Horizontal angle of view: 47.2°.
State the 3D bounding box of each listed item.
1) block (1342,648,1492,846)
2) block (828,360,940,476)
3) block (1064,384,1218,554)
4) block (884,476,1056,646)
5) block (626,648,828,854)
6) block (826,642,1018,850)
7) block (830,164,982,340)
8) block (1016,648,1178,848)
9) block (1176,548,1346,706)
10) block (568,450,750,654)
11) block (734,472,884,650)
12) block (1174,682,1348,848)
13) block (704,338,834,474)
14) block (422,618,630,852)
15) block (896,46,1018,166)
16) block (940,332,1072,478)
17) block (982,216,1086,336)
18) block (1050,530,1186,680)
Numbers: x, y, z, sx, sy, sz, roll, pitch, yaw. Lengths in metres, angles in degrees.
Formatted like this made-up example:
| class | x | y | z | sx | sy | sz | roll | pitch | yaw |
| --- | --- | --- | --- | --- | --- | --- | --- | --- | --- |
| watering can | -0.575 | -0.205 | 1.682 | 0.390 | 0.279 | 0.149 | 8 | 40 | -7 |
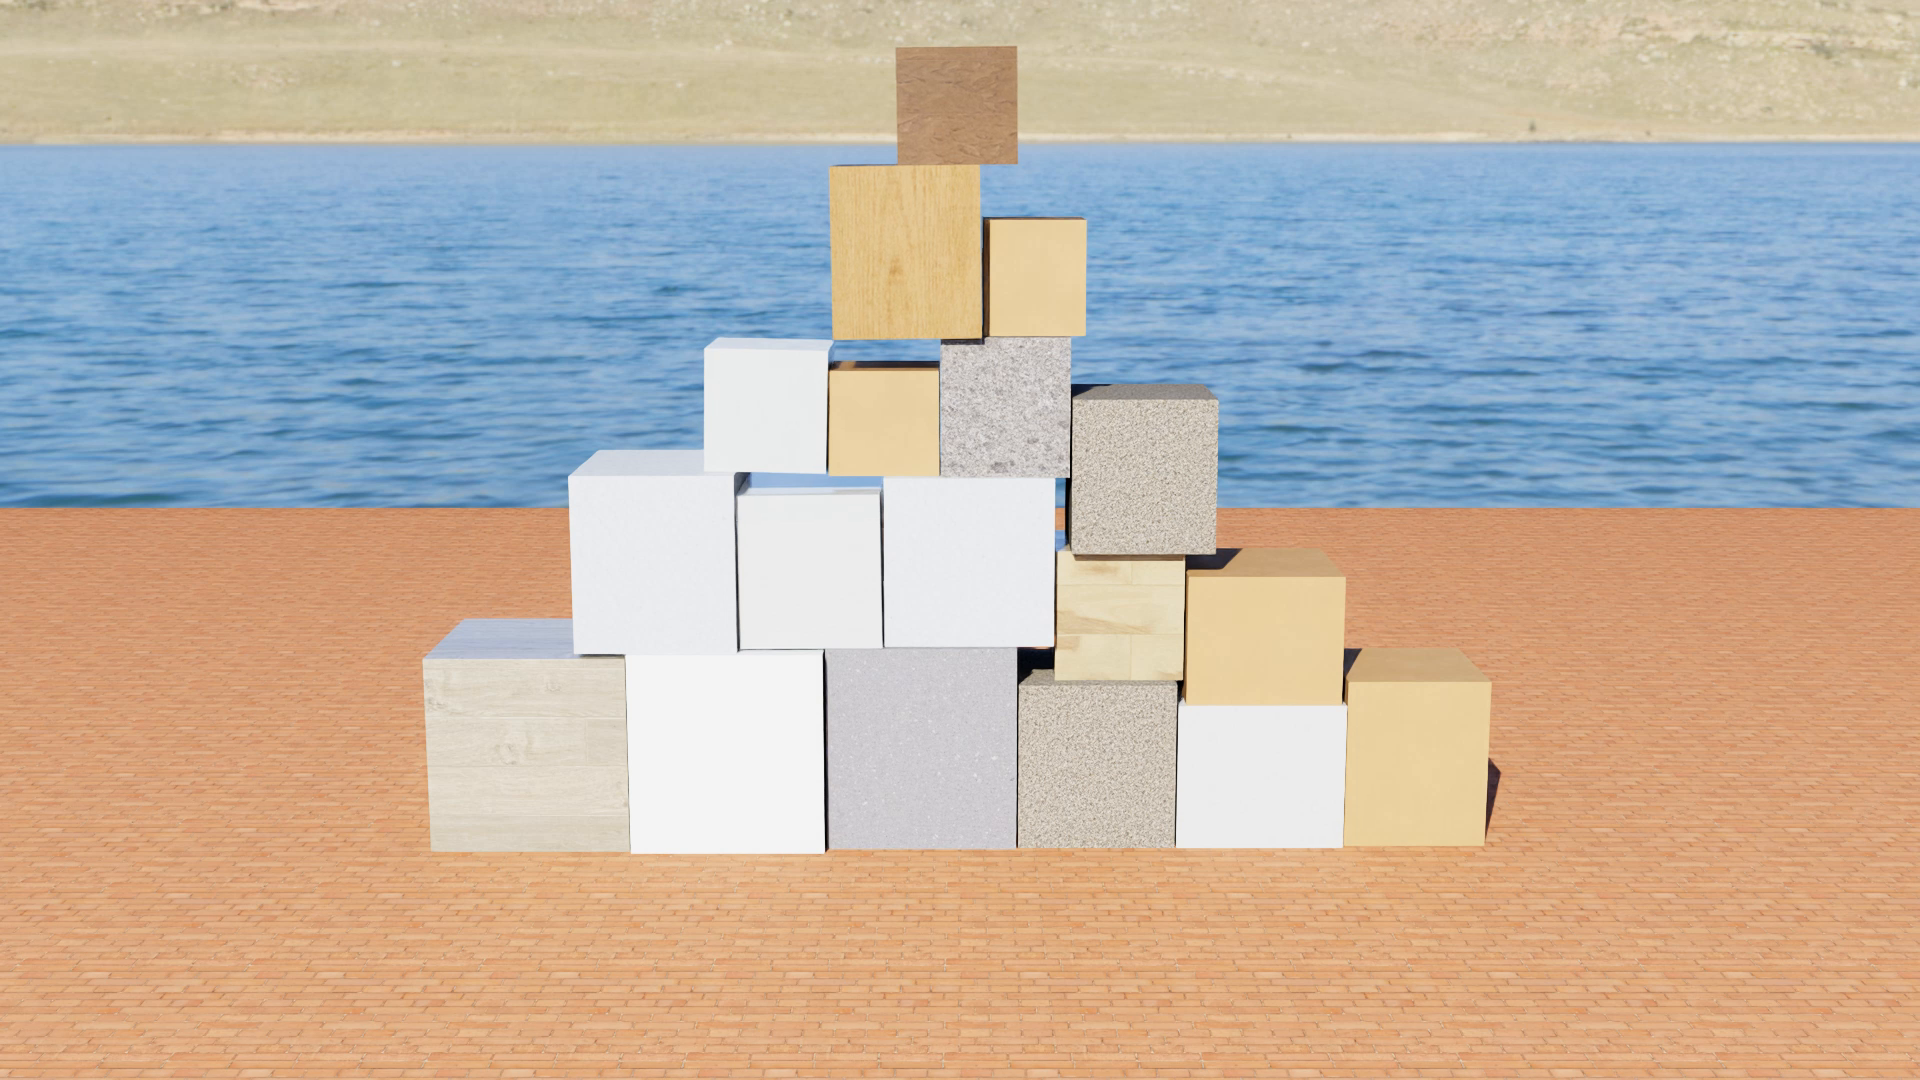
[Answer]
| class | x | y | z | sx | sy | sz | roll | pitch | yaw |
| --- | --- | --- | --- | --- | --- | --- | --- | --- | --- |
| block | 2.289 | 1.058 | 11.377 | 0.710 | 0.848 | 0.744 | 0 | 10 | 0 |
| block | -0.374 | -0.618 | 11.065 | 0.545 | 0.519 | 0.526 | 0 | 10 | 0 |
| block | 0.903 | -0.369 | 11.099 | 0.708 | 0.764 | 0.707 | 0 | 10 | 0 |
| block | 0.046 | 0.051 | 11.189 | 0.840 | 0.842 | 0.709 | 0 | 10 | 0 |
| block | -1.158 | 0.977 | 11.361 | 0.965 | 1.013 | 0.984 | 0 | 10 | 0 |
| block | -0.192 | 0.968 | 11.371 | 0.948 | 1.028 | 0.874 | 0 | 10 | 0 |
| block | -0.259 | -1.448 | 10.936 | 0.719 | 0.826 | 0.790 | -1 | 10 | 0 |
| block | 0.684 | 1.064 | 11.369 | 0.785 | 0.840 | 0.799 | 0 | 10 | 0 |
| block | 1.513 | 0.433 | 11.263 | 0.772 | 0.651 | 0.782 | 0 | 10 | 0 |
| block | -1.499 | 0.043 | 11.197 | 0.800 | 0.883 | 0.925 | 0 | 10 | 0 |
| block | -0.742 | 0.091 | 11.186 | 0.705 | 0.766 | 0.771 | -1 | 10 | 0 |
| block | 1.505 | 1.115 | 11.379 | 0.837 | 0.734 | 0.802 | 0 | 10 | 0 |
| block | -0.951 | -0.684 | 11.061 | 0.598 | 0.603 | 0.611 | 1 | 10 | 0 |
| block | -2.147 | 0.989 | 11.364 | 0.993 | 0.989 | 0.929 | 0 | 10 | 0 |
| block | -0.014 | -2.125 | 10.791 | 0.577 | 0.552 | 0.693 | -1 | 10 | 0 |
| block | 0.223 | -0.704 | 11.064 | 0.633 | 0.688 | 0.660 | 0 | 10 | 0 |
| block | 0.364 | -1.314 | 10.927 | 0.499 | 0.562 | 0.450 | 0 | 10 | 0 |
| block | 0.796 | 0.325 | 11.253 | 0.641 | 0.656 | 0.609 | 0 | 10 | 0 |
